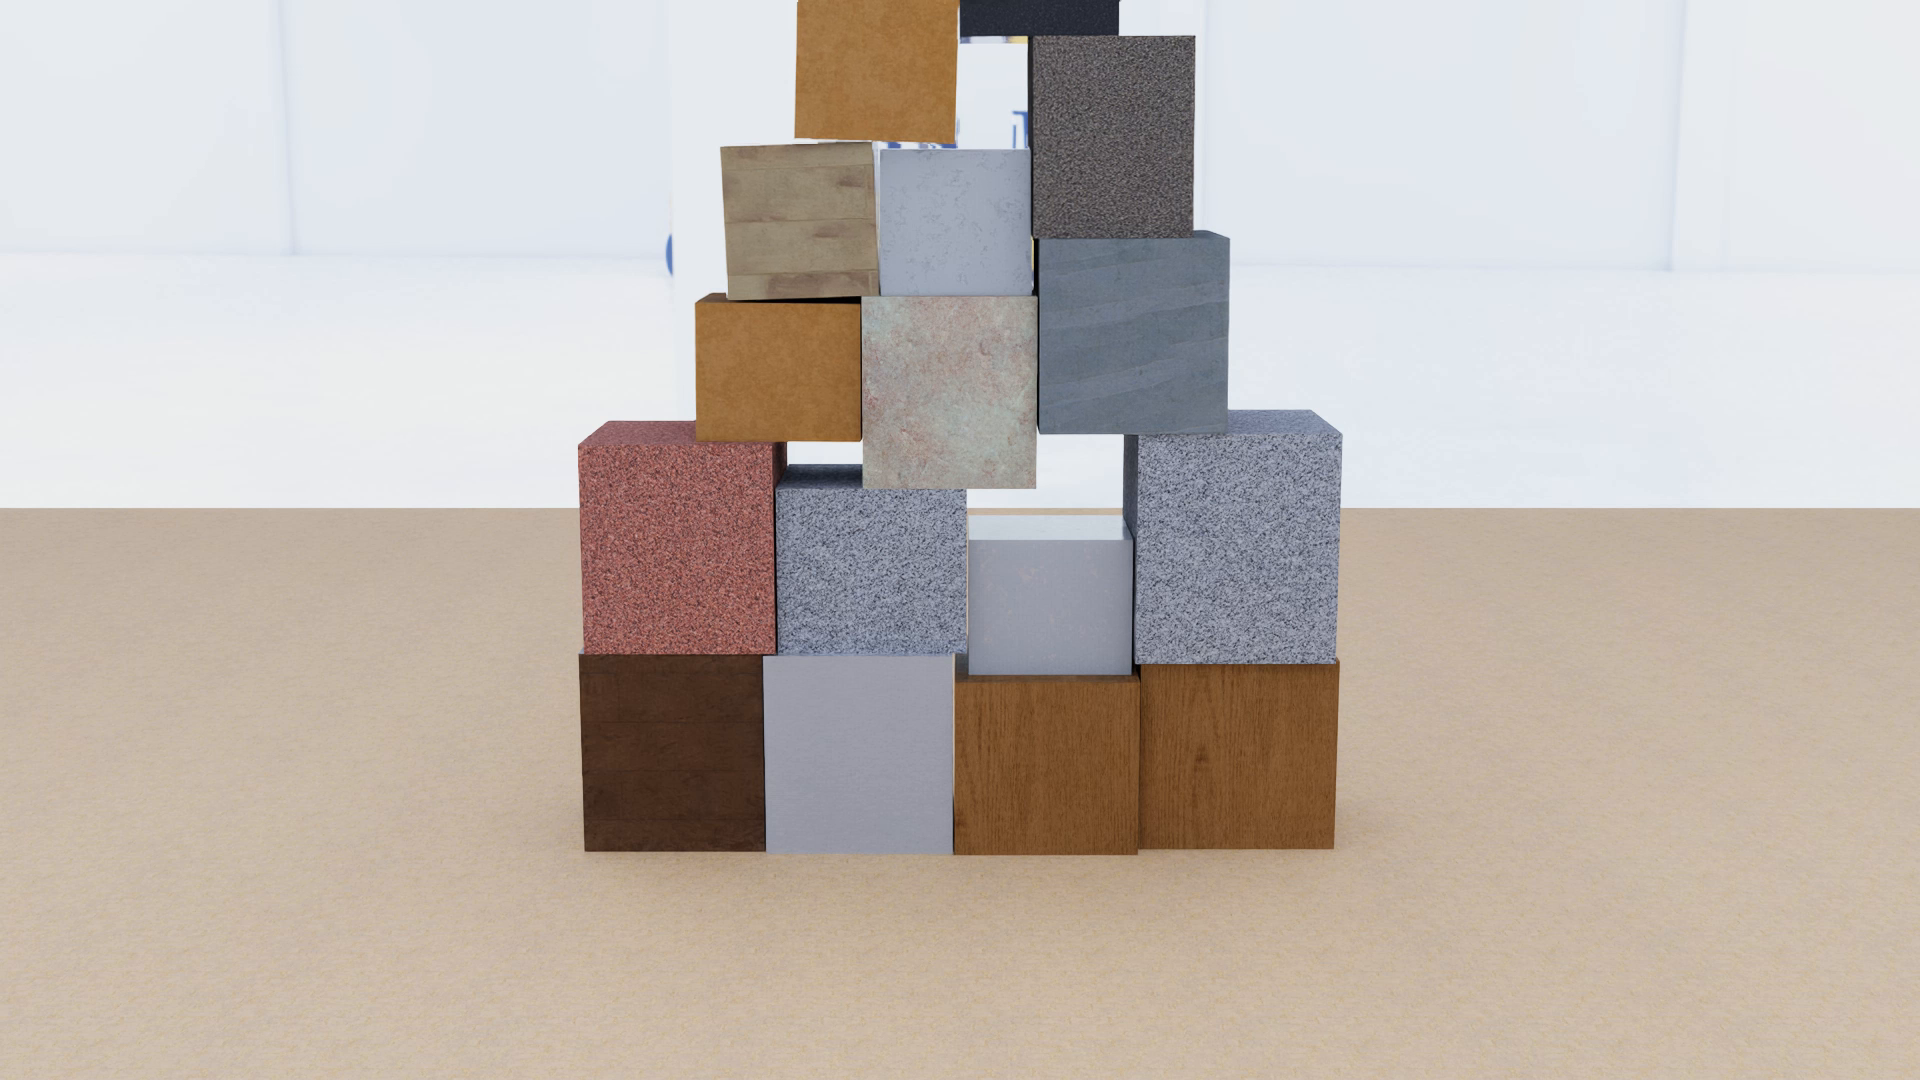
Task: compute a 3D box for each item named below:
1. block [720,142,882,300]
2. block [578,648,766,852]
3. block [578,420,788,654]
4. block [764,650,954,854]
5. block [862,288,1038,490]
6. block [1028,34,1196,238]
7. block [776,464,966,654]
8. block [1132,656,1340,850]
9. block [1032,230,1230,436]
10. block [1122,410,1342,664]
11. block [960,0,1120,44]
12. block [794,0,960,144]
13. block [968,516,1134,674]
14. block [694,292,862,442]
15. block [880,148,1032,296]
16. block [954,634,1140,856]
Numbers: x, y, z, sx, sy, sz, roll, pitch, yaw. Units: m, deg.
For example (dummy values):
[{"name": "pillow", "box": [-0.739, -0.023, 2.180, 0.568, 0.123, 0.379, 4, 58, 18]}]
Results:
[{"name": "block", "box": [-0.767, -1.589, 10.880, 0.727, 0.732, 0.695, -2, 10, 0]}, {"name": "block", "box": [-1.426, 0.976, 11.357, 0.901, 1.016, 0.925, 0, 10, 0]}, {"name": "block", "box": [-1.377, -0.033, 11.167, 0.938, 1.037, 0.943, 0, 10, 0]}, {"name": "block", "box": [-0.501, 0.979, 11.358, 0.929, 1.010, 0.988, 0, 10, 0]}, {"name": "block", "box": [-0.050, -0.786, 11.057, 0.845, 0.931, 0.906, 0, 10, 0]}, {"name": "block", "box": [0.727, -1.982, 10.833, 0.762, 0.942, 0.903, 0, 10, 0]}, {"name": "block", "box": [-0.432, 0.079, 11.190, 0.931, 0.821, 0.849, 0, 10, 0]}, {"name": "block", "box": [1.386, 0.997, 11.374, 0.981, 0.968, 0.870, 0, 10, 0]}, {"name": "block", "box": [0.832, -1.055, 10.977, 0.904, 0.935, 0.973, 0, 10, 0]}, {"name": "block", "box": [1.354, -0.040, 11.188, 0.984, 1.139, 0.988, 0, 10, 0]}, {"name": "block", "box": [0.371, -2.810, 10.663, 0.751, 0.753, 0.778, 0, 10, 0]}, {"name": "block", "box": [-0.395, -2.294, 10.768, 0.762, 0.670, 0.792, 2, 10, 0]}, {"name": "block", "box": [0.448, 0.271, 11.235, 0.809, 0.684, 0.717, 0, 10, 0]}, {"name": "block", "box": [-0.881, -0.875, 11.020, 0.805, 0.673, 0.725, 1, 10, 0]}, {"name": "block", "box": [-0.018, -1.587, 10.909, 0.727, 0.697, 0.697, 0, 10, 0]}, {"name": "block", "box": [0.429, 1.039, 11.383, 0.912, 0.882, 1.058, 0, 10, 0]}]
